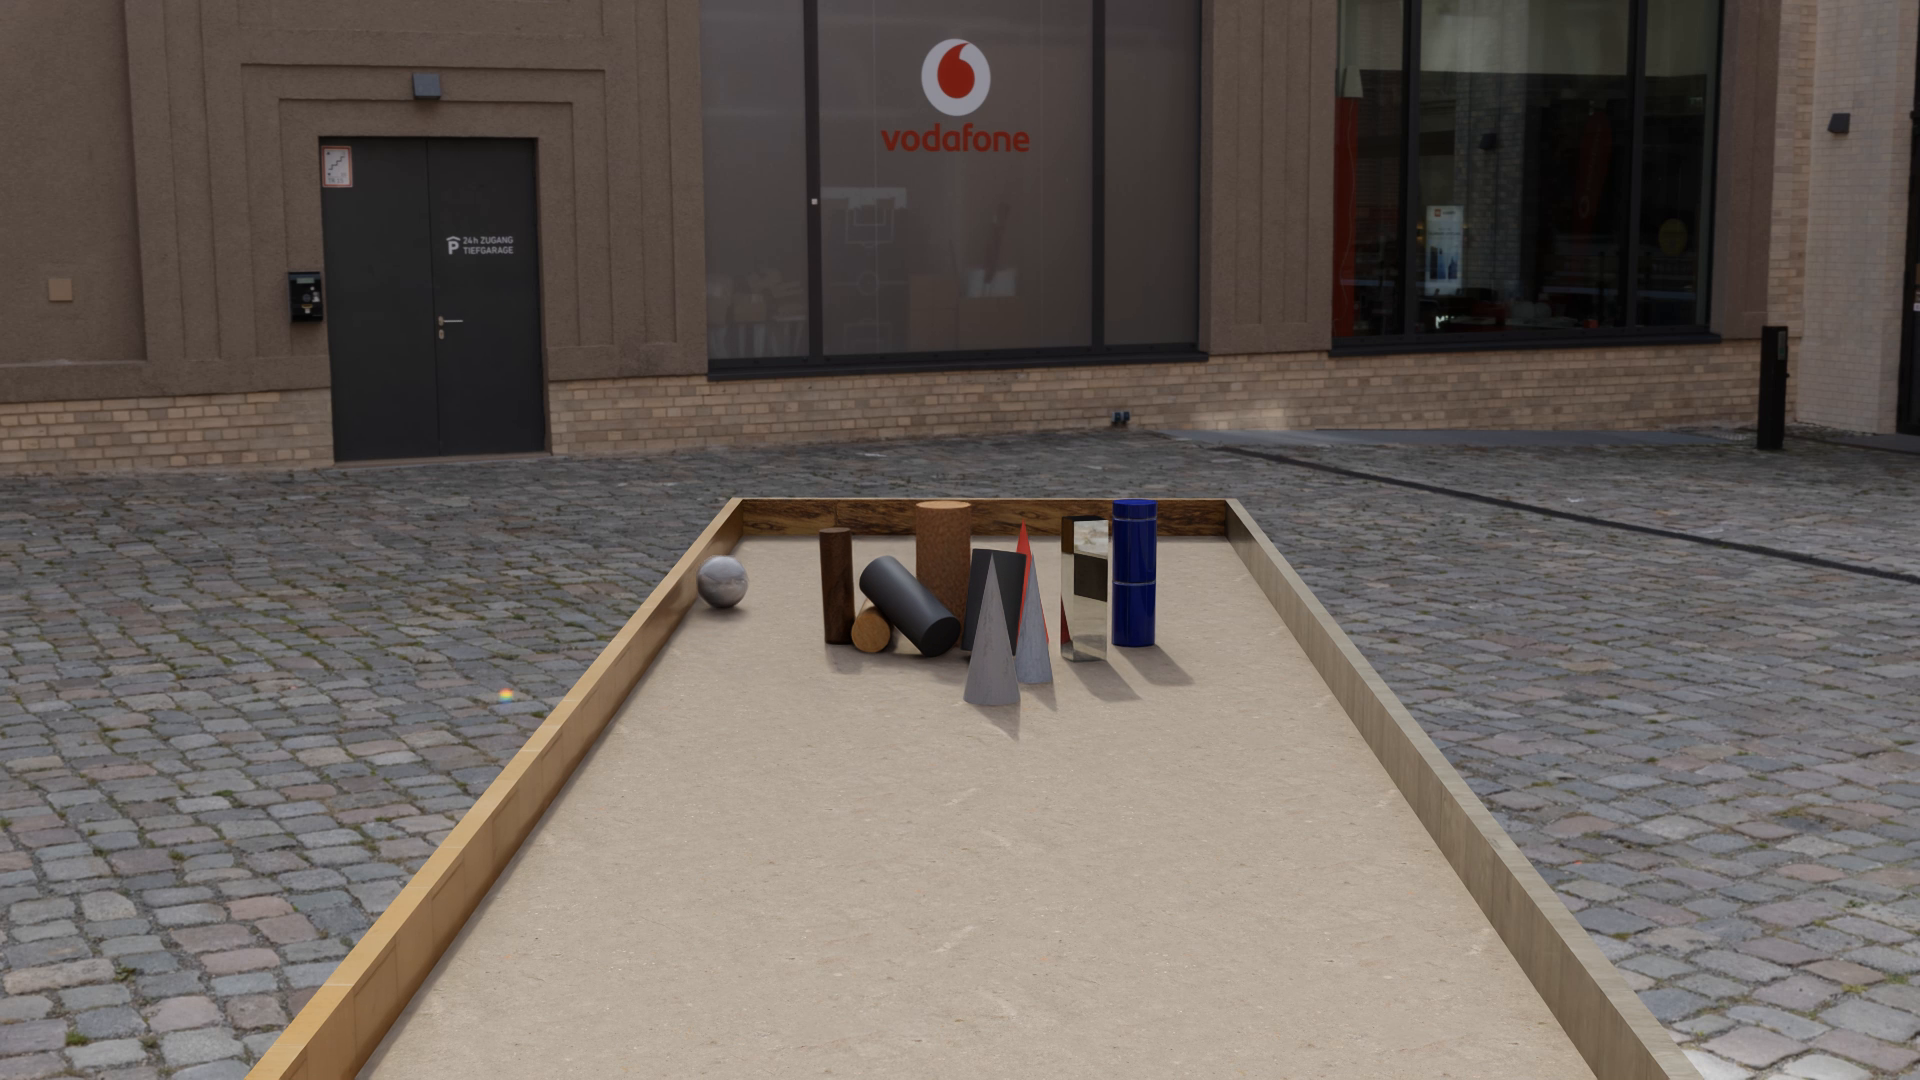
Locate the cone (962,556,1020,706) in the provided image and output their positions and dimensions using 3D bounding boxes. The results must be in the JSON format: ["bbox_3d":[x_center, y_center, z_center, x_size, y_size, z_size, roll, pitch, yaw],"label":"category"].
[{"bbox_3d":[0.090,0.239,6.159,0.164,0.419,0.164,0,9,0],"label":"cone"}]

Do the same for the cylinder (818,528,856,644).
[{"bbox_3d":[-0.386,0.144,6.950,0.102,0.355,0.102,-2,8,0],"label":"cylinder"}]

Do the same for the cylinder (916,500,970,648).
[{"bbox_3d":[-0.052,0.107,6.928,0.171,0.440,0.171,0,9,0],"label":"cylinder"}]

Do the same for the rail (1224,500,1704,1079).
[{"bbox_3d":[1.046,0.843,3.208,0.050,0.150,12.000,0,9,1],"label":"rail"}]

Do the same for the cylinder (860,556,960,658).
[{"bbox_3d":[-0.157,0.204,6.817,0.150,0.150,0.347,-7,37,-38],"label":"cylinder"}]

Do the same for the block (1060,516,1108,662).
[{"bbox_3d":[0.378,0.148,6.695,0.110,0.432,0.110,-3,9,-17],"label":"block"}]

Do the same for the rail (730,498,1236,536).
[{"bbox_3d":[0.099,-0.098,9.147,2.100,0.150,0.050,0,9,1],"label":"rail"}]

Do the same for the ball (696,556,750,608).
[{"bbox_3d":[-0.811,0.145,7.523,0.179,0.179,0.179,0,9,0],"label":"ball"}]

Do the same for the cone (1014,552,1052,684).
[{"bbox_3d":[0.211,0.219,6.416,0.122,0.378,0.122,0,9,0],"label":"cone"}]

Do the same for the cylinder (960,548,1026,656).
[{"bbox_3d":[0.104,0.191,6.715,0.168,0.310,0.168,7,-4,0],"label":"cylinder"}]

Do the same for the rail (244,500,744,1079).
[{"bbox_3d":[-1.004,0.839,3.234,0.050,0.150,12.000,0,9,1],"label":"rail"}]

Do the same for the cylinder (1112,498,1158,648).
[{"bbox_3d":[0.548,0.103,6.916,0.139,0.451,0.139,0,9,0],"label":"cylinder"}]

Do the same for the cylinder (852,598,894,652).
[{"bbox_3d":[-0.267,0.256,7.006,0.121,0.121,0.424,0,9,3],"label":"cylinder"}]

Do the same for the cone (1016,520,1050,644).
[{"bbox_3d":[0.200,0.124,6.953,0.166,0.399,0.166,0,9,0],"label":"cone"}]
